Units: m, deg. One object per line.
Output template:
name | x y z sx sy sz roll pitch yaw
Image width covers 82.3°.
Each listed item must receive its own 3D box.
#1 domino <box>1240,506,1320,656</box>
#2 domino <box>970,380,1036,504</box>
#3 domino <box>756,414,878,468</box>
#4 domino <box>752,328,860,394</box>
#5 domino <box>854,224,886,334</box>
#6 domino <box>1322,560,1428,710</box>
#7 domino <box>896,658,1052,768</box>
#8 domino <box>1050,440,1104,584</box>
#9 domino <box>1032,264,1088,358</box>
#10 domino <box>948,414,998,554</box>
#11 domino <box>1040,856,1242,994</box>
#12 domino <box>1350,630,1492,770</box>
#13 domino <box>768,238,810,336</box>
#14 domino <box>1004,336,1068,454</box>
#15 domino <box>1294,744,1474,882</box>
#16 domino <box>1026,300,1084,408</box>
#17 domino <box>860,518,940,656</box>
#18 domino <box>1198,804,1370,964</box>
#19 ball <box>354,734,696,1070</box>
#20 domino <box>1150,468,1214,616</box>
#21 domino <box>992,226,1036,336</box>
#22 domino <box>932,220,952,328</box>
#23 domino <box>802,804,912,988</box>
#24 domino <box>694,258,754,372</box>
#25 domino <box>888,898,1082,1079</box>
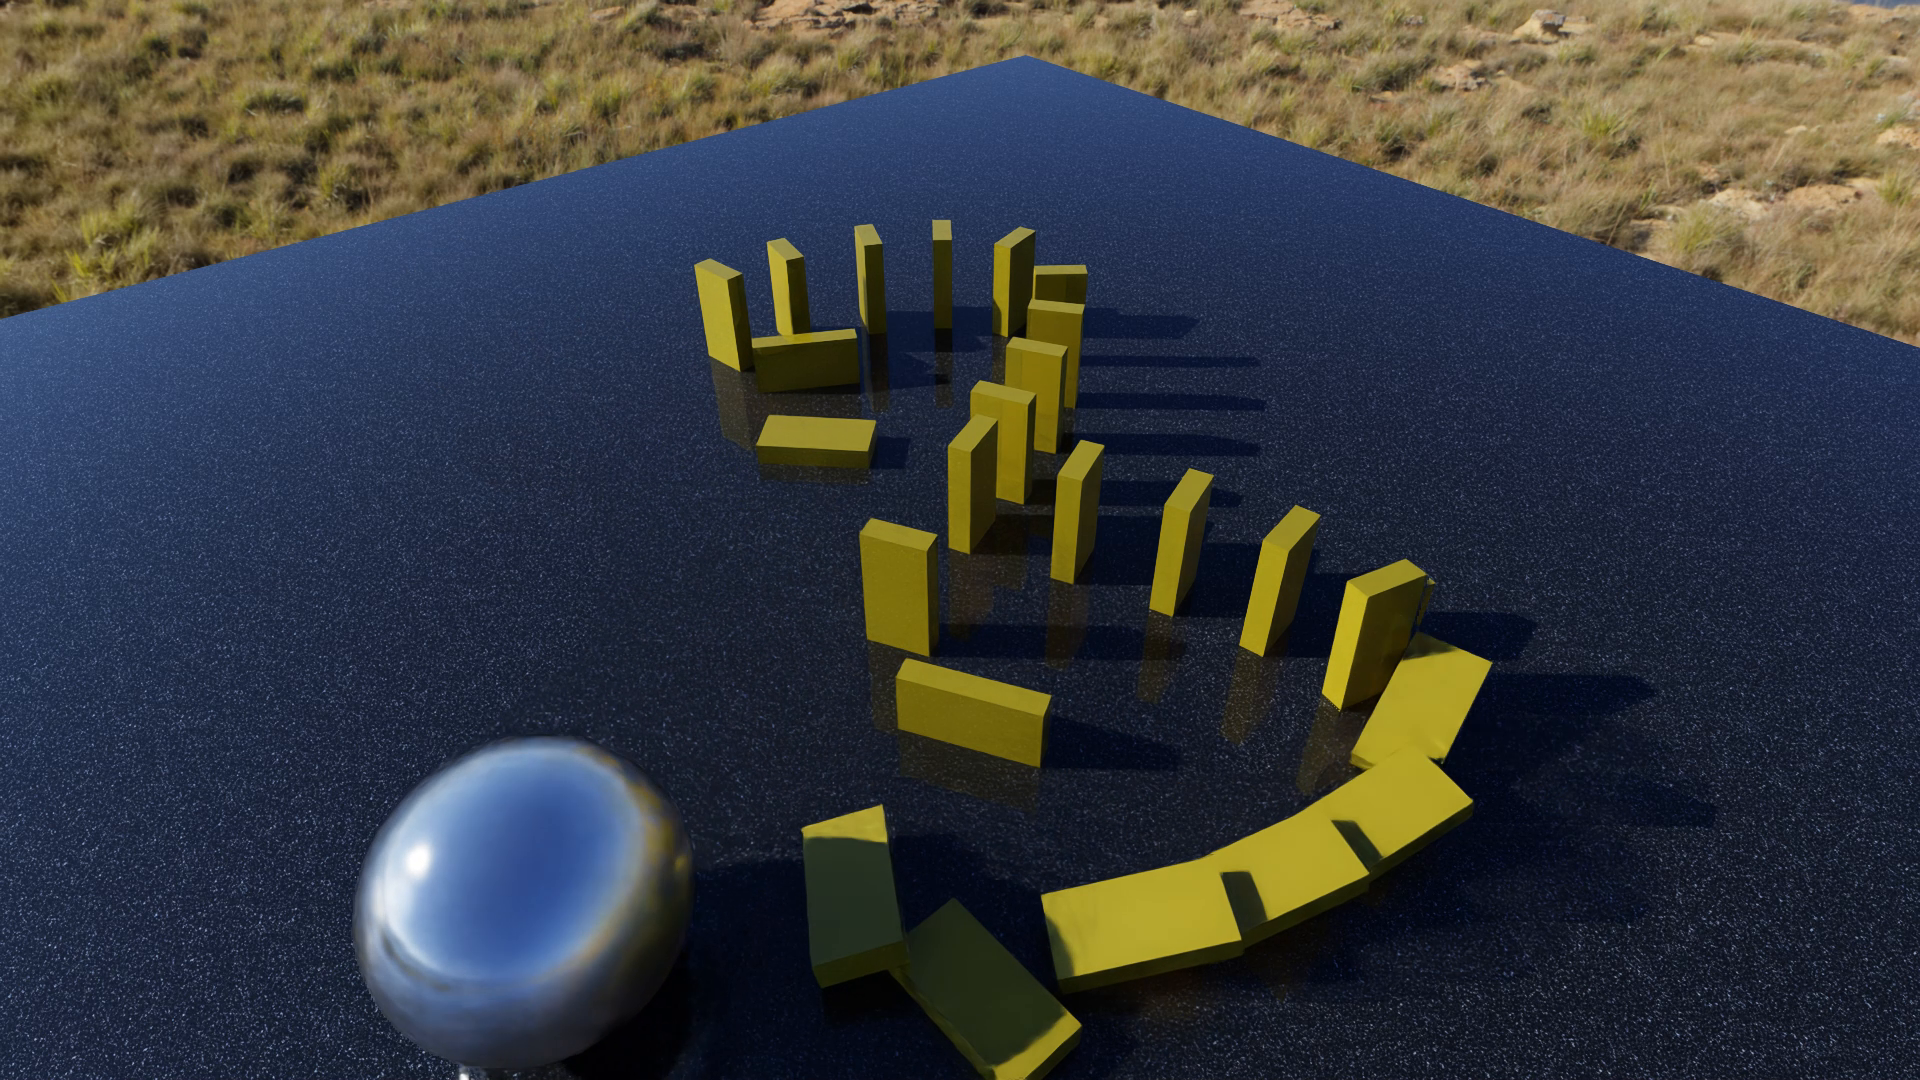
domino | 0.114 0.015 0.393 0.010 0.050 0.025 27 46 29
domino | 0.018 -0.040 0.461 0.025 0.050 0.010 16 42 18
domino | -0.064 -0.045 0.498 0.050 0.010 0.025 3 39 4
domino | -0.075 -0.088 0.538 0.050 0.025 0.009 -7 40 -9
domino | -0.047 -0.137 0.579 0.010 0.050 0.025 -10 40 -12
domino | 0.139 0.032 0.371 0.025 0.050 0.009 -17 39 -20
domino | 0.004 0.057 0.362 0.050 0.025 0.009 13 41 15
domino | 0.045 -0.010 0.424 0.009 0.050 0.025 16 42 19
domino | 0.049 -0.111 0.547 0.025 0.050 0.010 -2 39 -2
domino | 0.005 -0.022 0.438 0.009 0.050 0.025 17 42 20
domino | 0.050 0.106 0.304 0.050 0.009 0.025 -14 43 3
domino | 0.151 0.057 0.360 0.025 0.010 0.050 26 68 28
domino | -0.087 -0.126 0.565 0.010 0.050 0.025 -20 43 -22
domino | 0.033 -0.064 0.490 0.025 0.050 0.010 13 41 16
domino | 0.125 0.085 0.331 0.050 0.010 0.025 -27 45 -11
domino | 0.044 -0.087 0.518 0.025 0.050 0.009 8 40 10
domino | -0.021 0.017 0.390 0.025 0.050 0.010 14 41 17
domino | 0.088 0.098 0.315 0.050 0.010 0.025 -22 43 -6
ball | -0.108 0.090 0.278 0.080 0.080 0.080 0 39 0
domino | 0.082 0.001 0.410 0.009 0.050 0.025 20 43 22
domino | 0.028 -0.135 0.576 0.010 0.050 0.025 23 44 25
domino | -0.009 -0.141 0.583 0.009 0.050 0.025 -1 39 -1
domino | -0.030 0.100 0.313 0.025 0.010 0.050 -16 33 -2
domino | -0.117 -0.112 0.548 0.025 0.050 0.010 29 48 31
domino | 0.006 0.122 0.294 0.025 0.009 0.050 -29 48 -31
